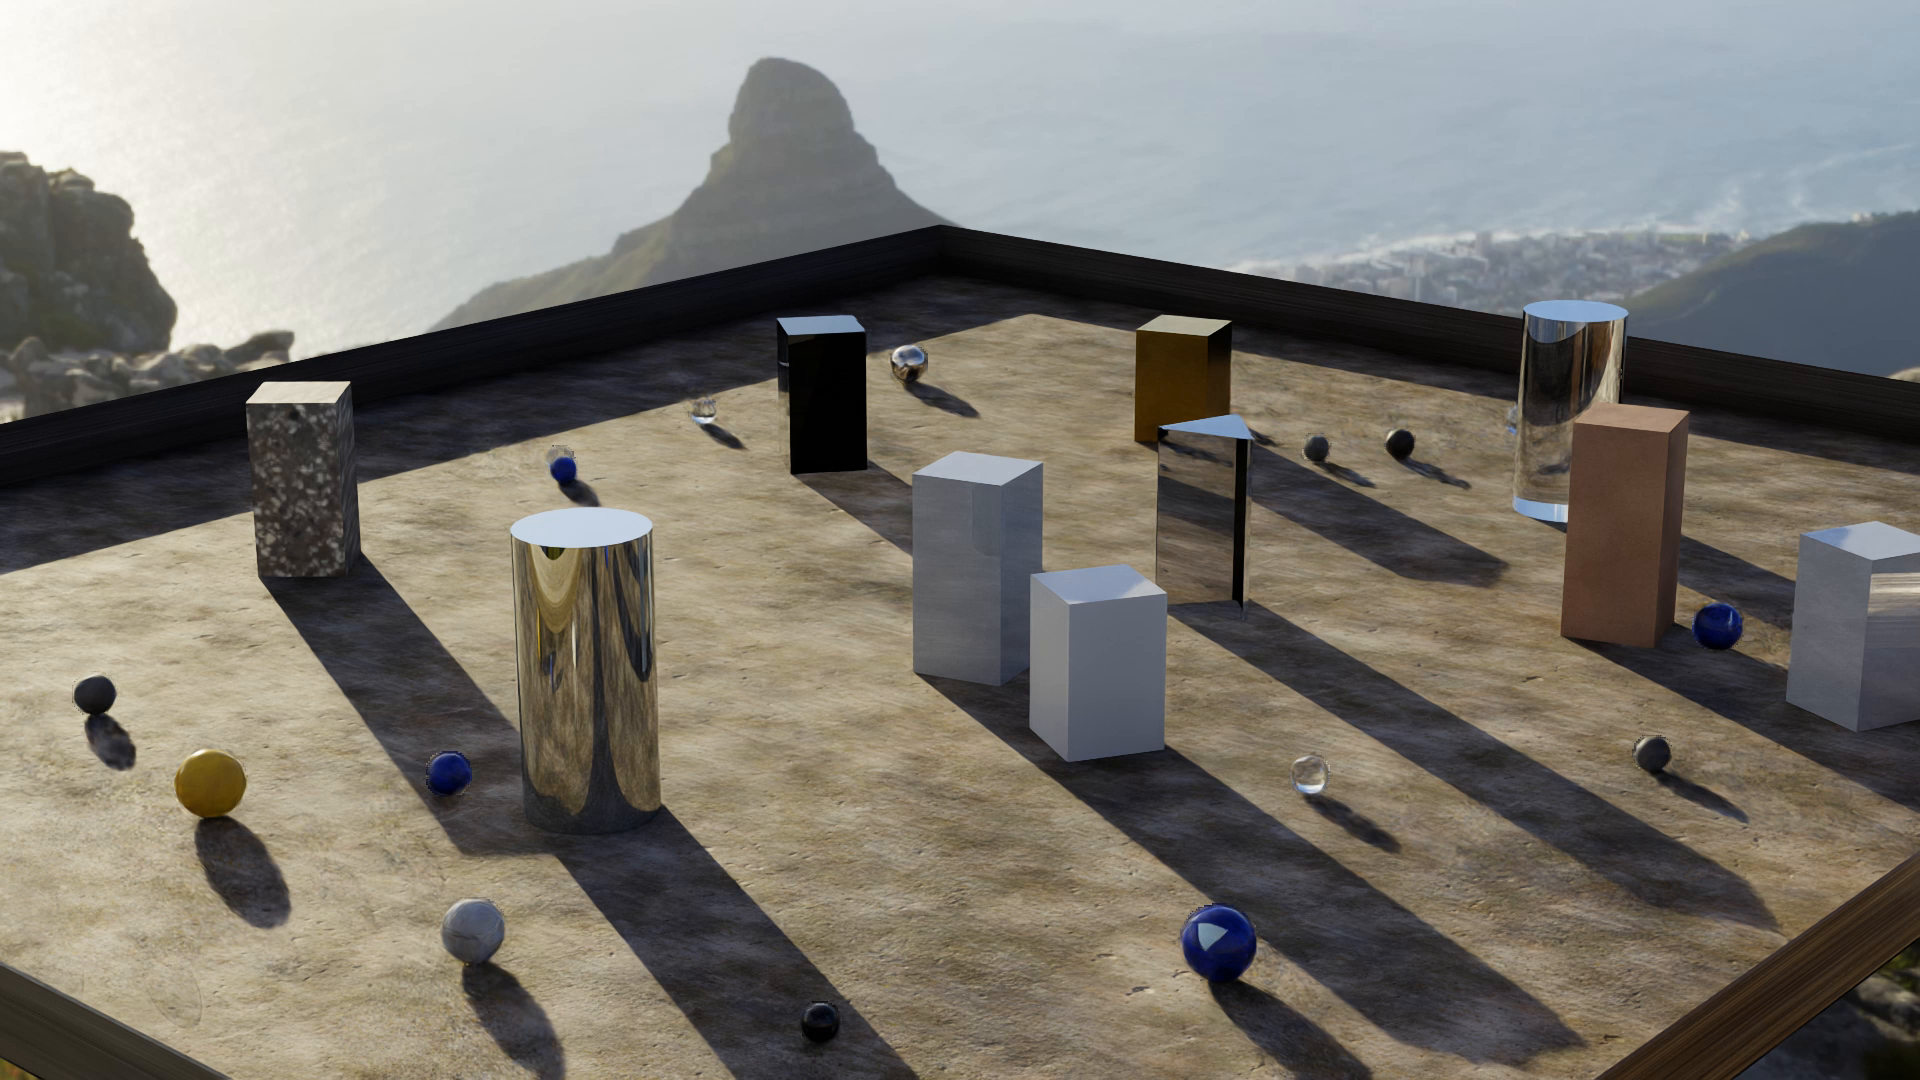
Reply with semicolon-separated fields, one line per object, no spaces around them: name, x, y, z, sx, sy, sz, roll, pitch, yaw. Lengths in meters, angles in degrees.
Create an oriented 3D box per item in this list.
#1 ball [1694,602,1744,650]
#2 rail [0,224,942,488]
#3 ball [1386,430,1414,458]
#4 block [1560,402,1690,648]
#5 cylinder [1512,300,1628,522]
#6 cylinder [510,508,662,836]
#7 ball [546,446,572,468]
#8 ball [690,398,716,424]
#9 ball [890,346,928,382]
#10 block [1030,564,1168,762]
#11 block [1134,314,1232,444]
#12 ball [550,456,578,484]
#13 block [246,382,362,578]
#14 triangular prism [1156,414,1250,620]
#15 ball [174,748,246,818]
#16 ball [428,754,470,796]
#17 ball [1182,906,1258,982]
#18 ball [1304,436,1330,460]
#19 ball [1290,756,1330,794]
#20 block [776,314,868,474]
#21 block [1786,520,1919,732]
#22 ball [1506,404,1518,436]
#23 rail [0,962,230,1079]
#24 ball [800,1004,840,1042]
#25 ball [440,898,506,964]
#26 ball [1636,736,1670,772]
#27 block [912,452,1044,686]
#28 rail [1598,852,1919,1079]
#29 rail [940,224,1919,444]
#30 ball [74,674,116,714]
ball;1.253;0.142;4.841;0.079;0.079;0.079;0;17;0
rail;-1.399;-0.319;6.283;0.045;0.127;4.160;14;22;39
ball;0.900;-0.197;6.000;0.060;0.060;0.060;0;17;0
block;1.111;-0.027;4.899;0.156;0.369;0.156;8;18;24
cylinder;1.164;-0.248;5.597;0.195;0.388;0.195;0;17;0
cylinder;-0.523;0.183;4.117;0.195;0.419;0.195;0;17;0
ball;-0.805;-0.161;5.893;0.052;0.052;0.052;0;17;0
ball;-0.547;-0.274;6.263;0.055;0.055;0.055;0;17;0
ball;-0.116;-0.398;6.622;0.084;0.084;0.084;0;17;0
block;0.207;0.183;4.414;0.156;0.247;0.156;-6;18;-19
block;0.467;-0.333;6.139;0.156;0.239;0.156;7;18;22
ball;-0.786;-0.139;5.819;0.053;0.053;0.053;0;17;0
block;-1.175;-0.110;5.260;0.156;0.319;0.156;0;17;-1
triangular prism;0.446;-0.046;5.050;0.169;0.319;0.146;9;19;26
ball;-1.059;0.344;4.140;0.098;0.098;0.098;0;17;0
ball;-0.736;0.338;4.223;0.061;0.061;0.061;0;17;0
ball;0.321;0.500;3.628;0.094;0.094;0.094;0;17;0
ball;0.727;-0.188;5.980;0.053;0.053;0.053;0;17;0
ball;0.504;0.339;4.227;0.056;0.056;0.056;0;17;0
block;-0.279;-0.296;5.933;0.156;0.286;0.156;-3;17;-11
block;1.403;0.132;4.537;0.156;0.274;0.156;-8;19;-25
ball;1.182;-0.250;6.152;0.073;0.073;0.073;0;17;0
rail;-1.348;0.480;3.633;3.752;0.127;0.045;14;22;39
ball;-0.165;0.572;3.473;0.046;0.046;0.046;0;17;0
ball;-0.611;0.491;3.681;0.081;0.081;0.081;0;17;0
ball;1.020;0.315;4.316;0.051;0.051;0.051;0;17;0
block;0.029;0.044;4.725;0.156;0.333;0.156;8;19;25
rail;1.399;0.382;3.958;0.045;0.127;4.160;14;22;39
rail;1.348;-0.417;6.607;3.752;0.127;0.045;14;22;39
ball;-1.341;0.239;4.546;0.063;0.063;0.063;0;17;0
